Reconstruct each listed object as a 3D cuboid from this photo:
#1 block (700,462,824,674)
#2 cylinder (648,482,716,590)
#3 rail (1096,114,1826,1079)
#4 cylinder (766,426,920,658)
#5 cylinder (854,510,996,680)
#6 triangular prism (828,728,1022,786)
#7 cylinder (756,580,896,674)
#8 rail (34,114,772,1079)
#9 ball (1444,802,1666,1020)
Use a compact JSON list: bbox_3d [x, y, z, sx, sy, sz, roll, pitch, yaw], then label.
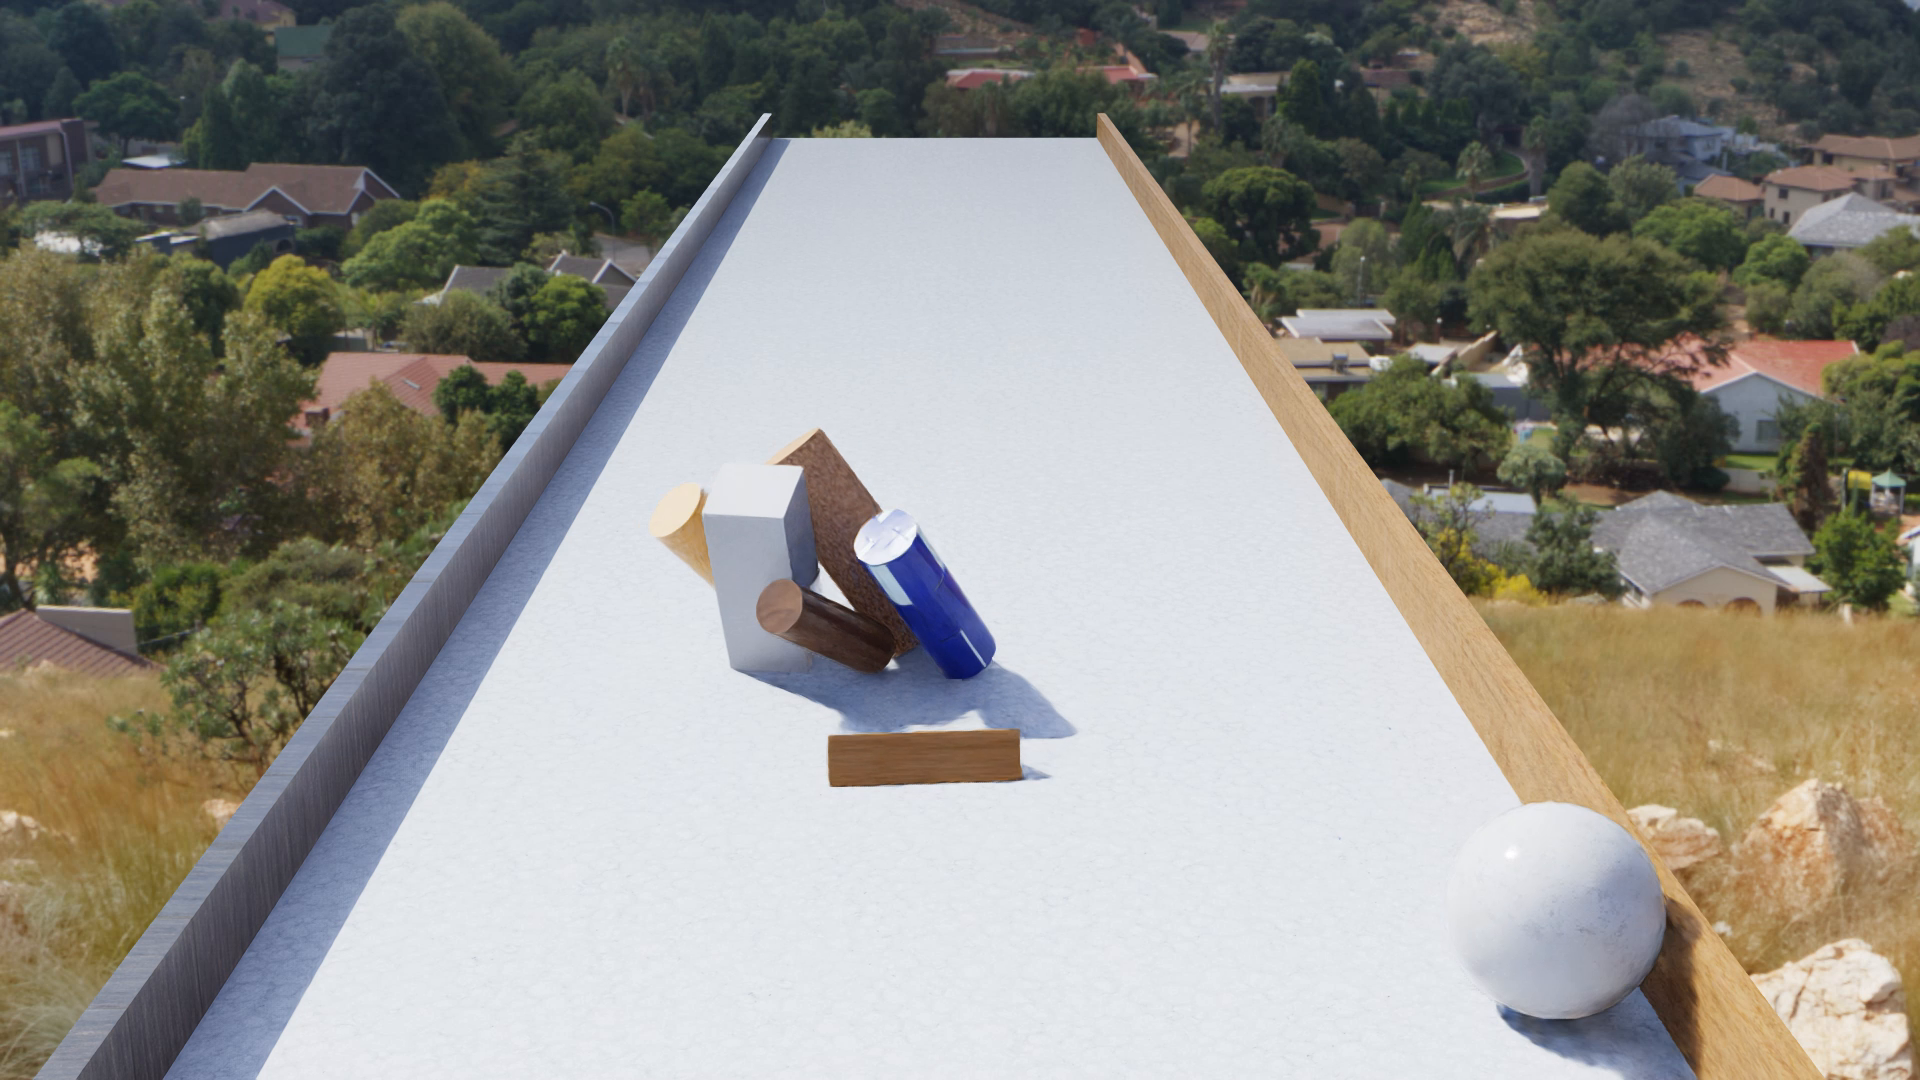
[{"bbox_3d":[-0.378,0.057,4.291,0.159,0.393,0.159,3,40,11],"label":"block"},{"bbox_3d":[-0.492,0.027,4.577,0.139,0.310,0.139,-27,39,24],"label":"cylinder"},{"bbox_3d":[0.932,-0.844,7.801,0.050,0.150,12.000,0,17,-1],"label":"rail"},{"bbox_3d":[-0.209,0.004,4.394,0.164,0.457,0.164,-35,10,7],"label":"cylinder"},{"bbox_3d":[-0.062,0.108,4.205,0.126,0.381,0.126,-16,47,17],"label":"cylinder"},{"bbox_3d":[-0.063,0.371,3.835,0.333,0.078,0.090,-1,17,-5],"label":"triangular prism"},{"bbox_3d":[-0.254,0.168,4.208,0.104,0.104,0.338,11,-10,32],"label":"cylinder"},{"bbox_3d":[-1.118,-0.838,7.780,0.050,0.150,12.000,0,17,-1],"label":"rail"},{"bbox_3d":[0.812,0.506,3.009,0.295,0.295,0.295,0,17,0],"label":"ball"}]
